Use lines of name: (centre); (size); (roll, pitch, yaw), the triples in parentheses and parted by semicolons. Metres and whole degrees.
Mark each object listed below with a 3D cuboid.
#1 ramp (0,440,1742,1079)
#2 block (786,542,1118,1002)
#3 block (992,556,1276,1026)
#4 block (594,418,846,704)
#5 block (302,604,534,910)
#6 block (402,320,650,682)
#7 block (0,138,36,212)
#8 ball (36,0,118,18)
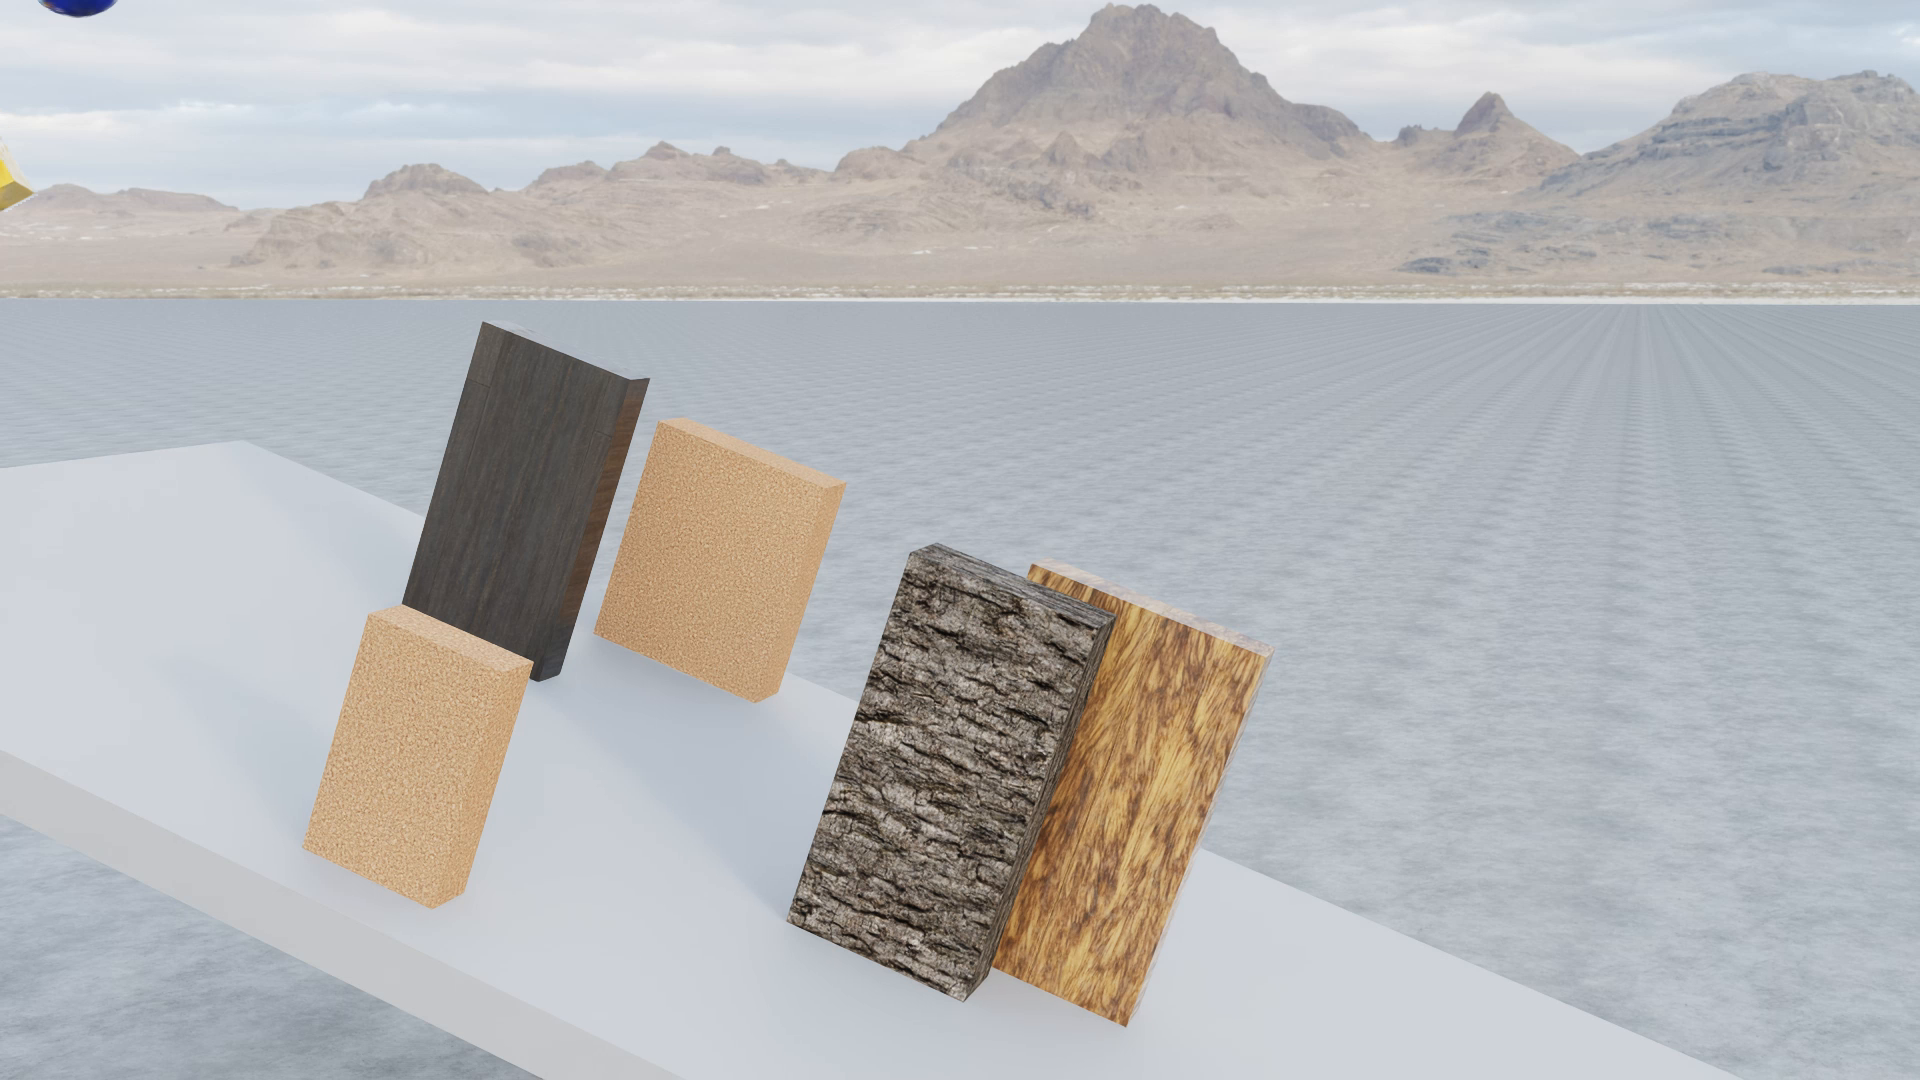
ramp: (-0.340, 0.629, 4.215); (4.000, 0.100, 2.000); (22, 12, 14)
block: (-0.017, 0.399, 3.809); (0.346, 0.700, 0.147); (22, 12, 14)
block: (0.225, 0.446, 3.924); (0.439, 0.718, 0.105); (22, 12, 14)
block: (-0.549, 0.042, 5.008); (0.423, 0.521, 0.138); (22, 12, 14)
block: (-0.860, 0.341, 3.484); (0.245, 0.408, 0.099); (22, 12, 14)
block: (-0.922, -0.083, 4.628); (0.353, 0.675, 0.096); (22, 12, 14)
block: (-2.058, -0.763, 4.532); (0.181, 0.181, 0.181); (-31, 6, -8)
ball: (-1.692, -1.101, 4.201); (0.201, 0.201, 0.201); (0, 7, 0)
